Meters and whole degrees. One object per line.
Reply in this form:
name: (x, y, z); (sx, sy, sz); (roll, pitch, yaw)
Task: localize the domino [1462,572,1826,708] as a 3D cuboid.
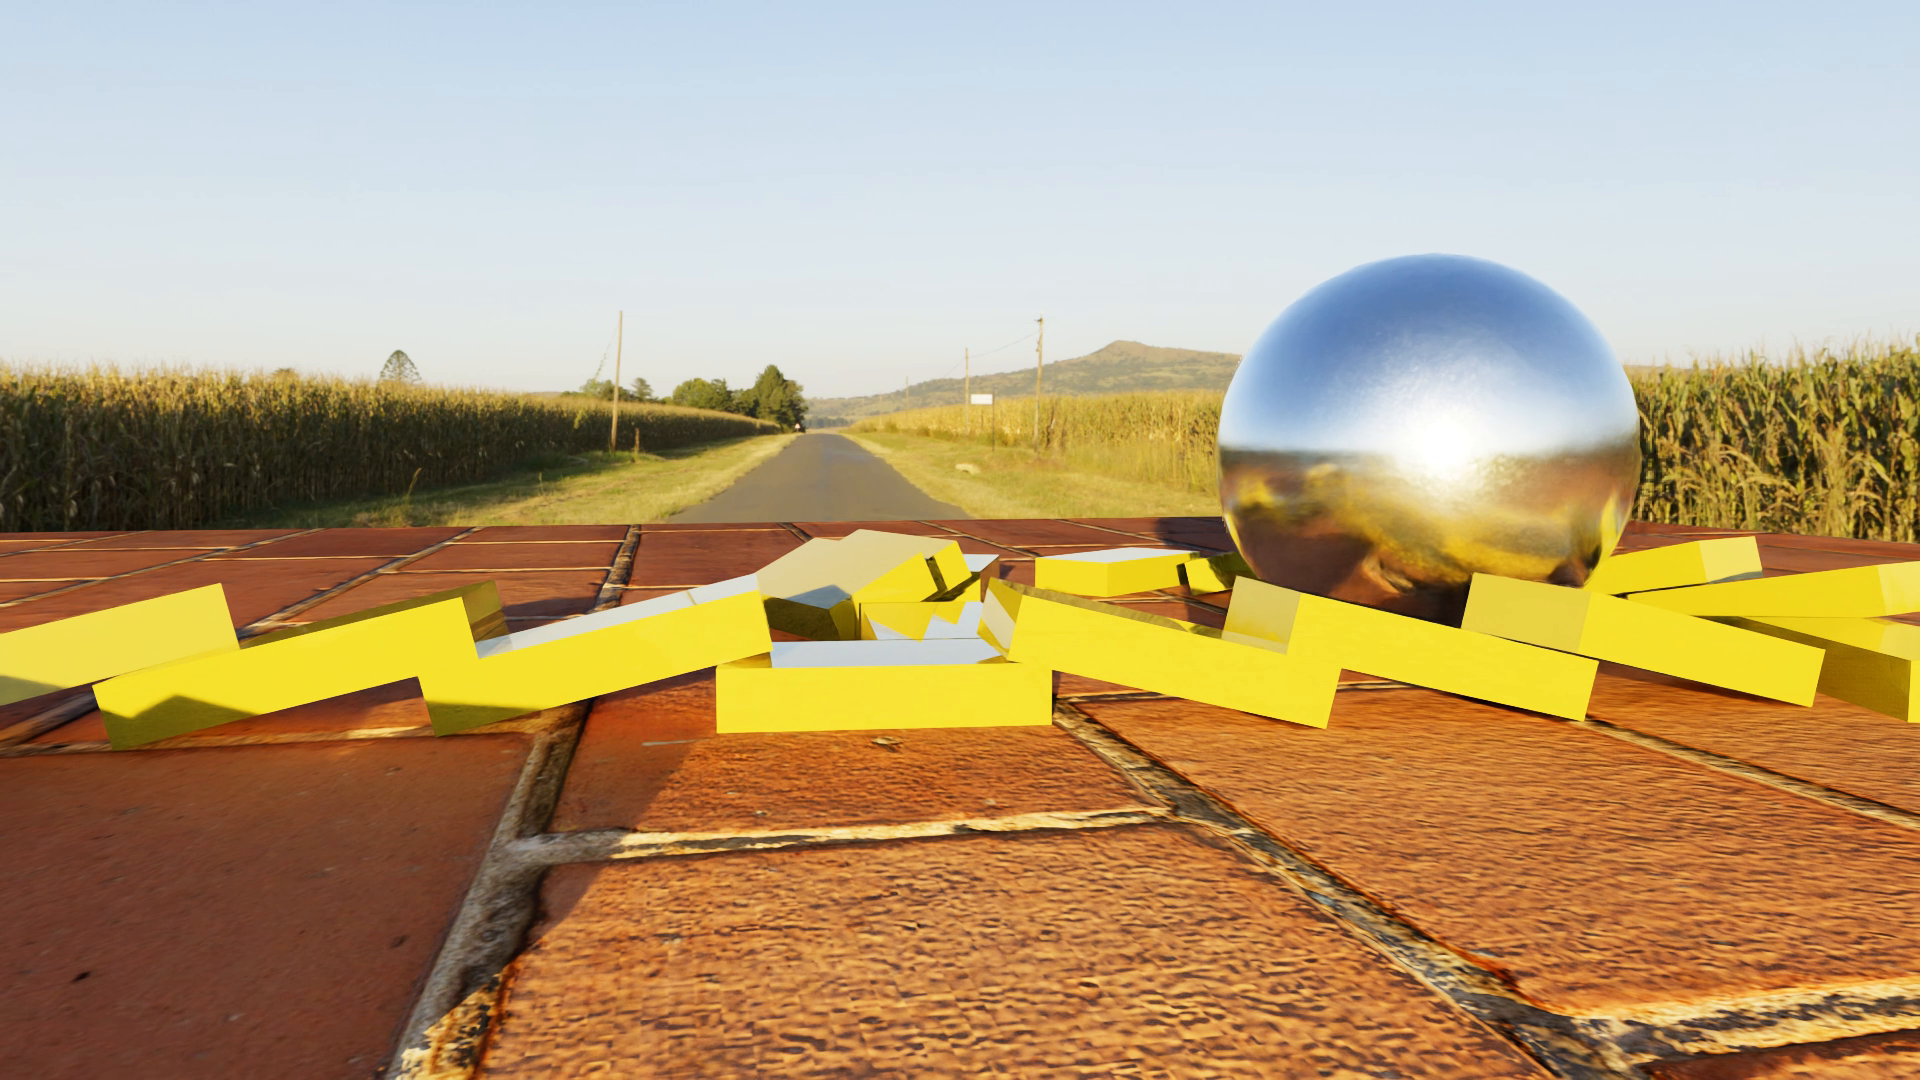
domino: (0.112, 0.016, 0.211); (0.050, 0.009, 0.025); (12, 1, -20)

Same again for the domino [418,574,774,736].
domino: (-0.055, 0.017, 0.202); (0.050, 0.009, 0.025); (-14, 6, -9)

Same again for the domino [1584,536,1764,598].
domino: (0.159, 0.009, 0.307); (0.025, 0.009, 0.050); (-3, -9, -34)

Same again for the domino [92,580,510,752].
domino: (-0.097, 0.018, 0.193); (0.050, 0.009, 0.025); (-14, 6, -8)

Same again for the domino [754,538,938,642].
domino: (-0.030, 0.011, 0.292); (0.025, 0.009, 0.050); (-32, 20, -27)

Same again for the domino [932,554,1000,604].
domino: (-0.004, 0.011, 0.360); (0.025, 0.010, 0.050); (1, 4, 7)

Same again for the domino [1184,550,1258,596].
domino: (0.090, 0.005, 0.357); (0.050, 0.009, 0.025); (-13, -2, 22)

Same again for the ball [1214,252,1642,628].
ball: (0.092, -0.017, 0.258); (0.080, 0.080, 0.080); (0, 4, 0)

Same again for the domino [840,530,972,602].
domino: (-0.022, 0.009, 0.321); (0.025, 0.010, 0.050); (-32, 19, -26)

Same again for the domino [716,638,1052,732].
domino: (-0.012, 0.023, 0.204); (0.050, 0.010, 0.025); (0, 4, -6)

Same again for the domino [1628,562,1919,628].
domino: (0.171, 0.013, 0.268); (0.025, 0.009, 0.050); (-2, -7, -30)

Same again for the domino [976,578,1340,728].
domino: (0.030, 0.017, 0.199); (0.050, 0.009, 0.025); (13, 2, -10)

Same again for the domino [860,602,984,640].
domino: (-0.005, 0.020, 0.243); (0.025, 0.010, 0.050); (-1, 4, -8)

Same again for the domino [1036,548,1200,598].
domino: (0.048, 0.009, 0.383); (0.025, 0.009, 0.050); (4, 6, 41)

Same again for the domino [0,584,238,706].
domino: (-0.137, 0.018, 0.187); (0.050, 0.010, 0.025); (-18, 8, -42)

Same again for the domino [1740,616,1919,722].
domino: (0.160, 0.021, 0.220); (0.025, 0.010, 0.050); (0, 4, 5)

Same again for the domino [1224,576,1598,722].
domino: (0.071, 0.017, 0.205); (0.050, 0.010, 0.025); (13, 2, -10)
